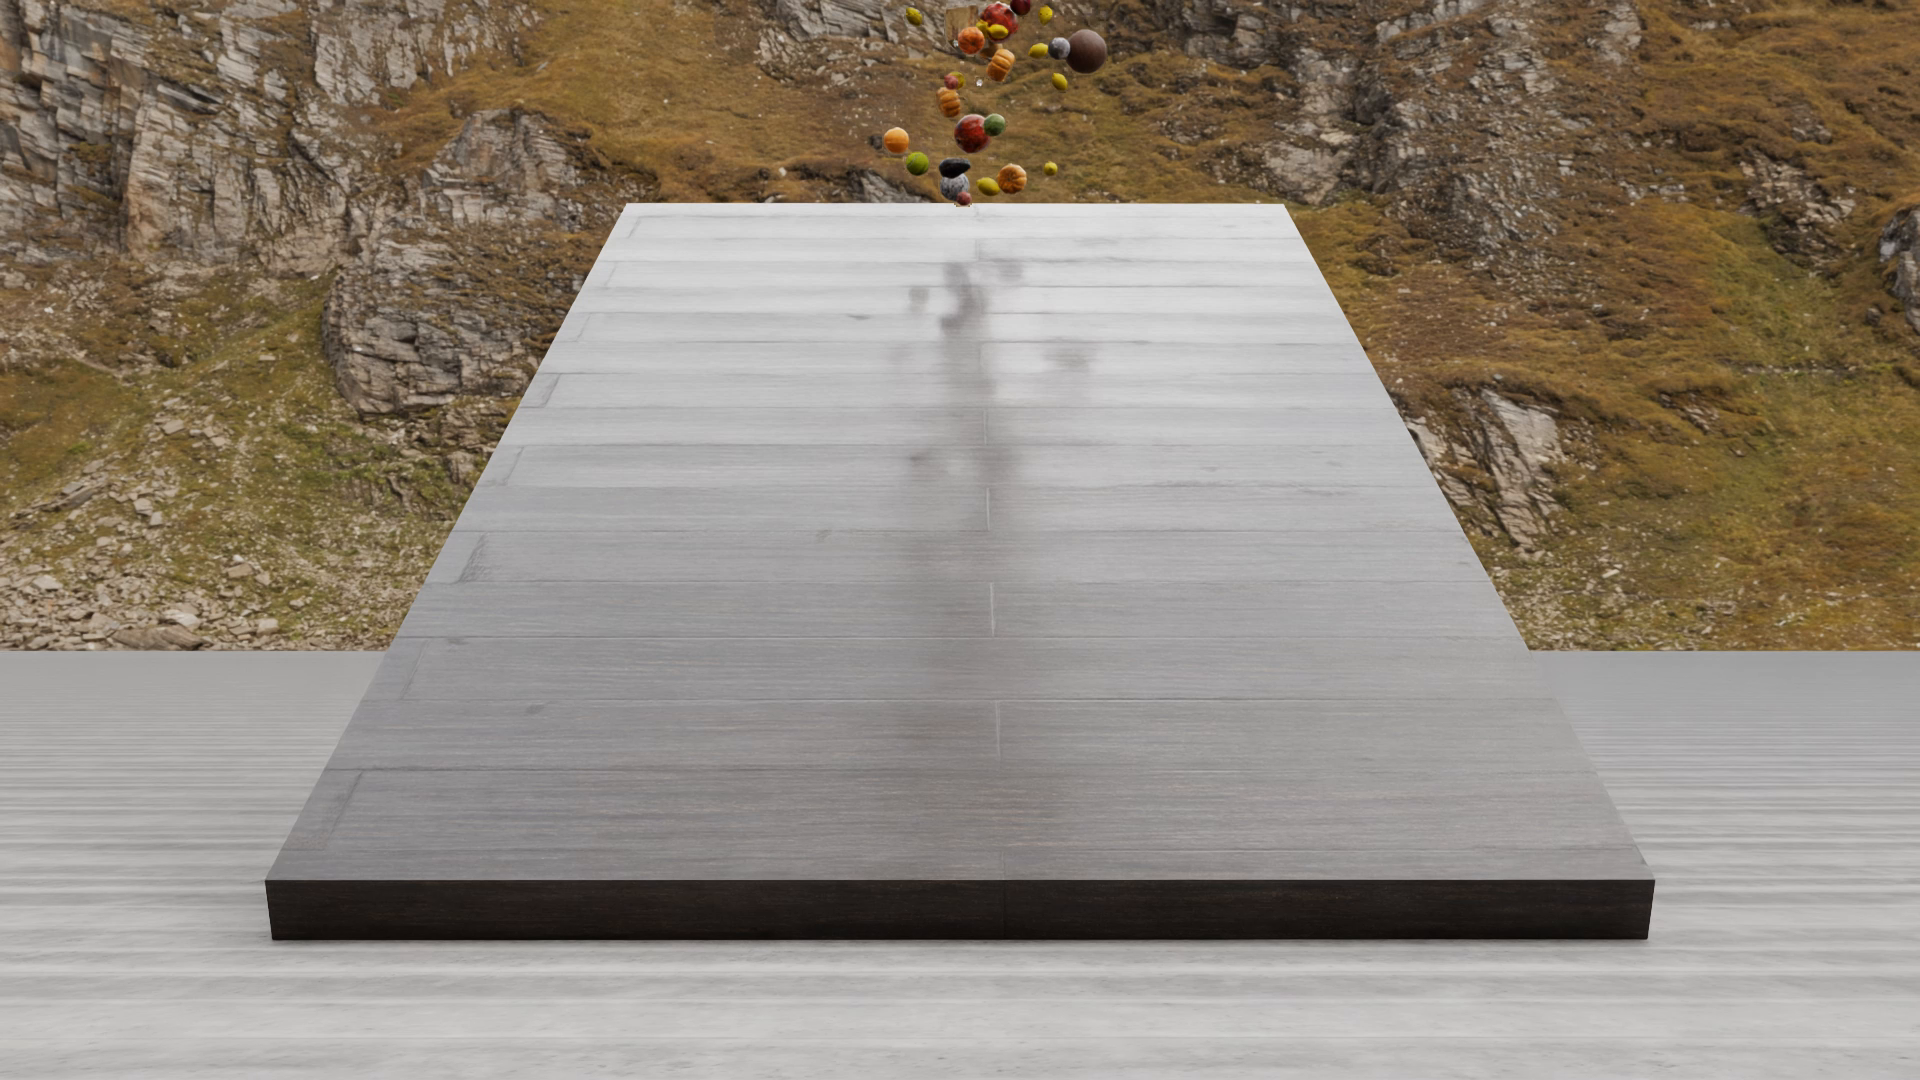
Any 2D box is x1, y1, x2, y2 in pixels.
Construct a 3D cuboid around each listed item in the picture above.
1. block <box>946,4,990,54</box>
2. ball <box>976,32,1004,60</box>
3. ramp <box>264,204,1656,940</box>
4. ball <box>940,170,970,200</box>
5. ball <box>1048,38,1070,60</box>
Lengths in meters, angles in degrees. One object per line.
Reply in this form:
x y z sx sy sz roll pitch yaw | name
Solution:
0.024 -1.486 6.689 0.095 0.095 0.095 -5 -12 19 | block
0.086 -1.449 6.756 0.081 0.081 0.081 0 -3 0 | ball
-0.007 -0.222 5.177 2.000 0.100 4.000 0 22 0 | ramp
-0.016 -1.039 6.745 0.088 0.088 0.088 0 -3 0 | ball
0.296 -1.464 6.851 0.067 0.067 0.067 0 -3 0 | ball
